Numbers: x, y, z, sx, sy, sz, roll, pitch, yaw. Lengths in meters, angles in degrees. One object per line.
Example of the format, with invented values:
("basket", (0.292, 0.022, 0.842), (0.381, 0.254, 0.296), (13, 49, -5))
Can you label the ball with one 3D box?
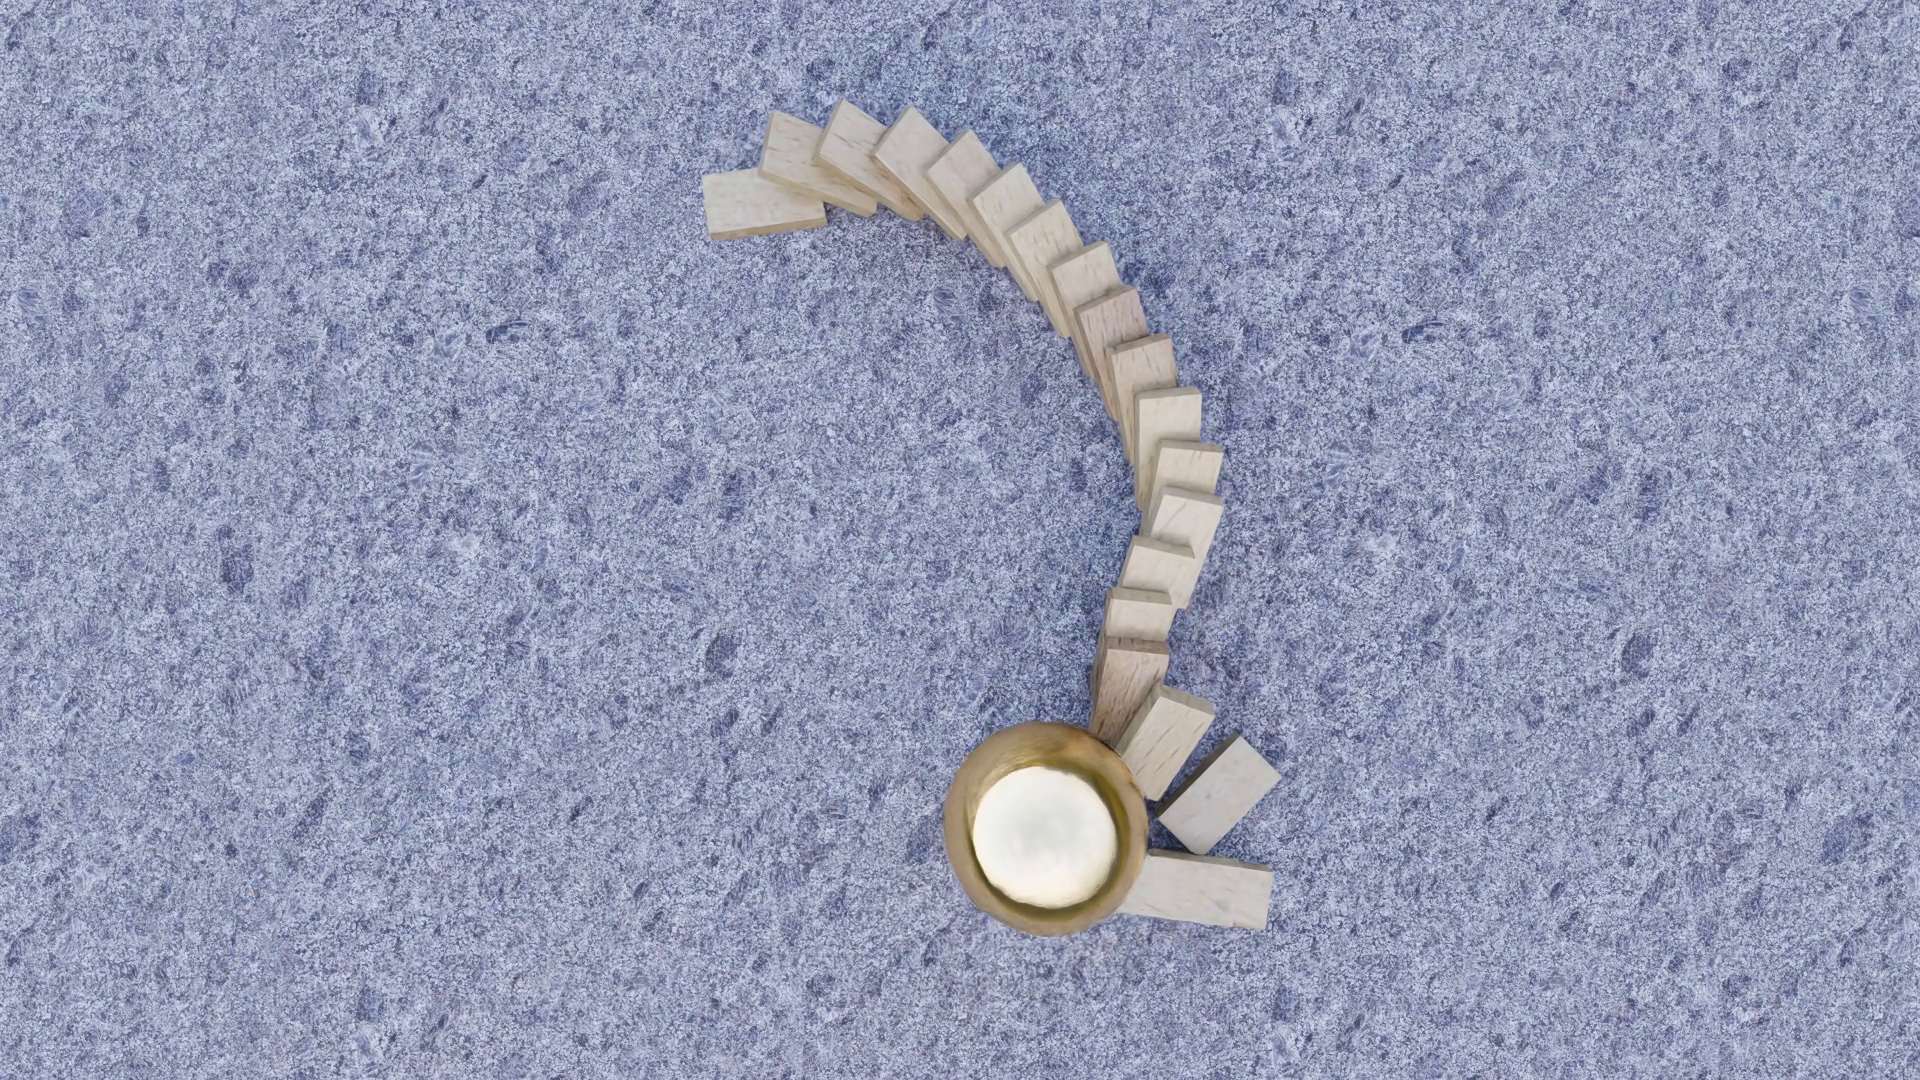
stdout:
("ball", (0.034, 0.112, 0.360), (0.080, 0.080, 0.080), (0, 90, 0))

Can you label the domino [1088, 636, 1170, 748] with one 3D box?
("domino", (0.070, 0.065, 0.384), (0.025, 0.009, 0.050), (6, 118, 0))

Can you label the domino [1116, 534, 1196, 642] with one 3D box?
("domino", (0.078, 0.024, 0.384), (0.025, 0.010, 0.050), (12, 118, 0))

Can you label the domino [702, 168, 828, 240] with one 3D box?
("domino", (-0.084, -0.146, 0.395), (0.050, 0.010, 0.025), (-8, 90, 0))

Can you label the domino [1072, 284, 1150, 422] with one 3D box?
("domino", (0.068, -0.078, 0.384), (0.025, 0.010, 0.050), (-24, 117, 0))

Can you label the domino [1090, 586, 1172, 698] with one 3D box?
("domino", (0.071, 0.045, 0.384), (0.025, 0.010, 0.050), (6, 118, 0))

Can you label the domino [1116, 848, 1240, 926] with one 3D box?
("domino", (0.090, 0.145, 0.386), (0.050, 0.010, 0.025), (7, 90, 0))

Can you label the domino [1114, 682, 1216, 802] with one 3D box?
("domino", (0.082, 0.085, 0.383), (0.025, 0.009, 0.050), (21, 117, -7))

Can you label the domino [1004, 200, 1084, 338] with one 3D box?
("domino", (0.042, -0.113, 0.384), (0.025, 0.009, 0.050), (-35, 118, 0))

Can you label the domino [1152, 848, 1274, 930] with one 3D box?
("domino", (0.107, 0.150, 0.395), (0.050, 0.010, 0.025), (8, 90, 0))

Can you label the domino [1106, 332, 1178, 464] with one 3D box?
("domino", (0.078, -0.059, 0.384), (0.025, 0.010, 0.050), (-16, 118, 0))

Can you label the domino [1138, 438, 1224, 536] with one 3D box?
("domino", (0.091, -0.016, 0.384), (0.025, 0.009, 0.050), (5, 118, -1))

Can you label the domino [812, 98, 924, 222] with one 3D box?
("domino", (-0.034, -0.158, 0.384), (0.050, 0.009, 0.025), (24, 90, -28))

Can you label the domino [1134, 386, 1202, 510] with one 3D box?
("domino", (0.087, -0.038, 0.384), (0.025, 0.010, 0.050), (-6, 119, 0))

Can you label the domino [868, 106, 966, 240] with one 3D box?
("domino", (-0.011, -0.153, 0.384), (0.050, 0.010, 0.025), (37, 90, -28))

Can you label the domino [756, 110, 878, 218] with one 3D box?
("domino", (-0.057, -0.157, 0.384), (0.050, 0.010, 0.025), (12, 90, -27))

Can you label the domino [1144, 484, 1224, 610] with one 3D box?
("domino", (0.089, 0.003, 0.384), (0.025, 0.010, 0.050), (11, 118, -3))

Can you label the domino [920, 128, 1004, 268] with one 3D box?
("domino", (0.009, -0.142, 0.384), (0.025, 0.010, 0.050), (-44, 118, 0))

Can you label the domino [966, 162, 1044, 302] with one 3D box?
("domino", (0.027, -0.129, 0.384), (0.025, 0.009, 0.050), (-38, 117, 0))

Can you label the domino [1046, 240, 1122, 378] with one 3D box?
("domino", (0.057, -0.096, 0.384), (0.025, 0.010, 0.050), (-26, 117, 0))

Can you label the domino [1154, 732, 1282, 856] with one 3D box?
("domino", (0.111, 0.110, 0.395), (0.025, 0.010, 0.050), (45, 90, 0))
